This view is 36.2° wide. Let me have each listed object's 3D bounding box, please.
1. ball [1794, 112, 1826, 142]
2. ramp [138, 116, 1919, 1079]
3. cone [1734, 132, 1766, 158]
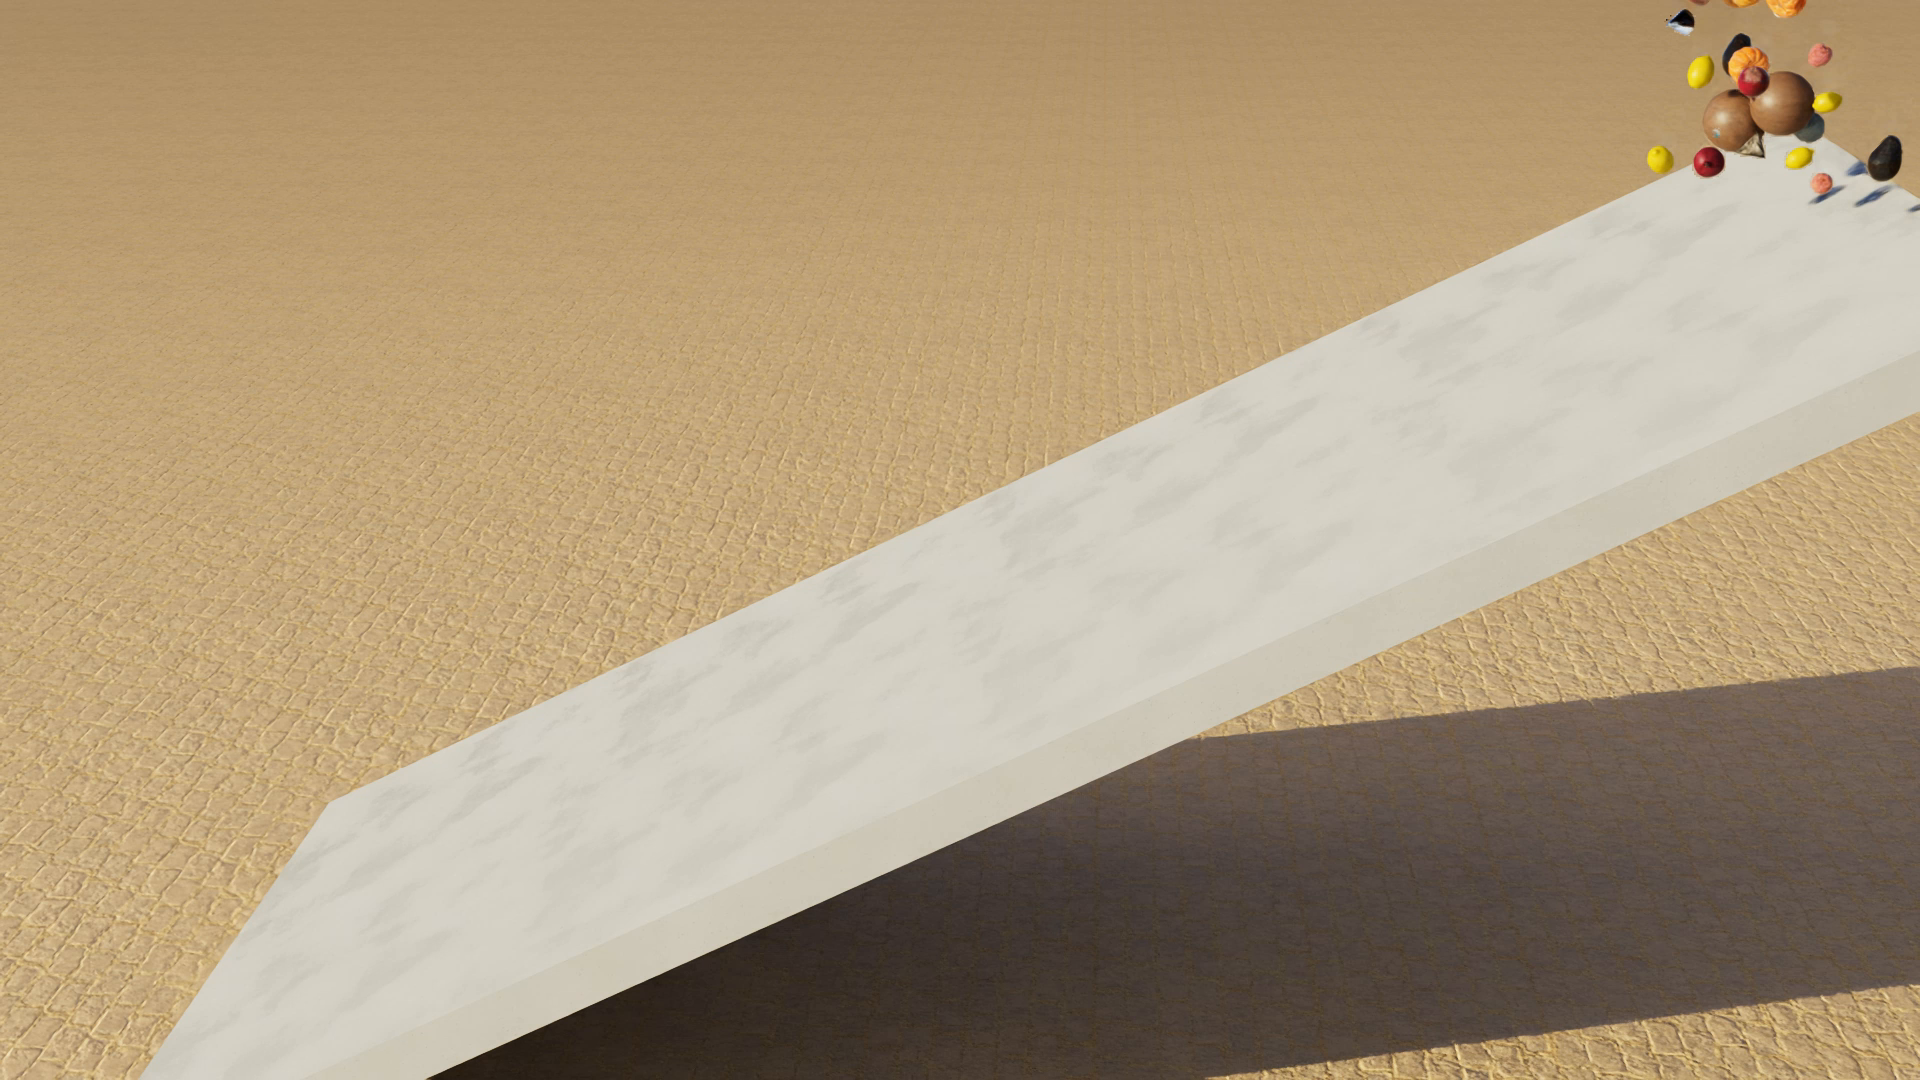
[{"bbox_3d":[1.730,-0.840,5.990,0.062,0.062,0.062,0,16,0],"label":"ball"},{"bbox_3d":[0.138,0.168,6.281,4.000,0.100,2.000,-25,14,10],"label":"ramp"},{"bbox_3d":[1.530,-0.759,5.709,0.053,0.053,0.053,-16,11,20],"label":"cone"}]
